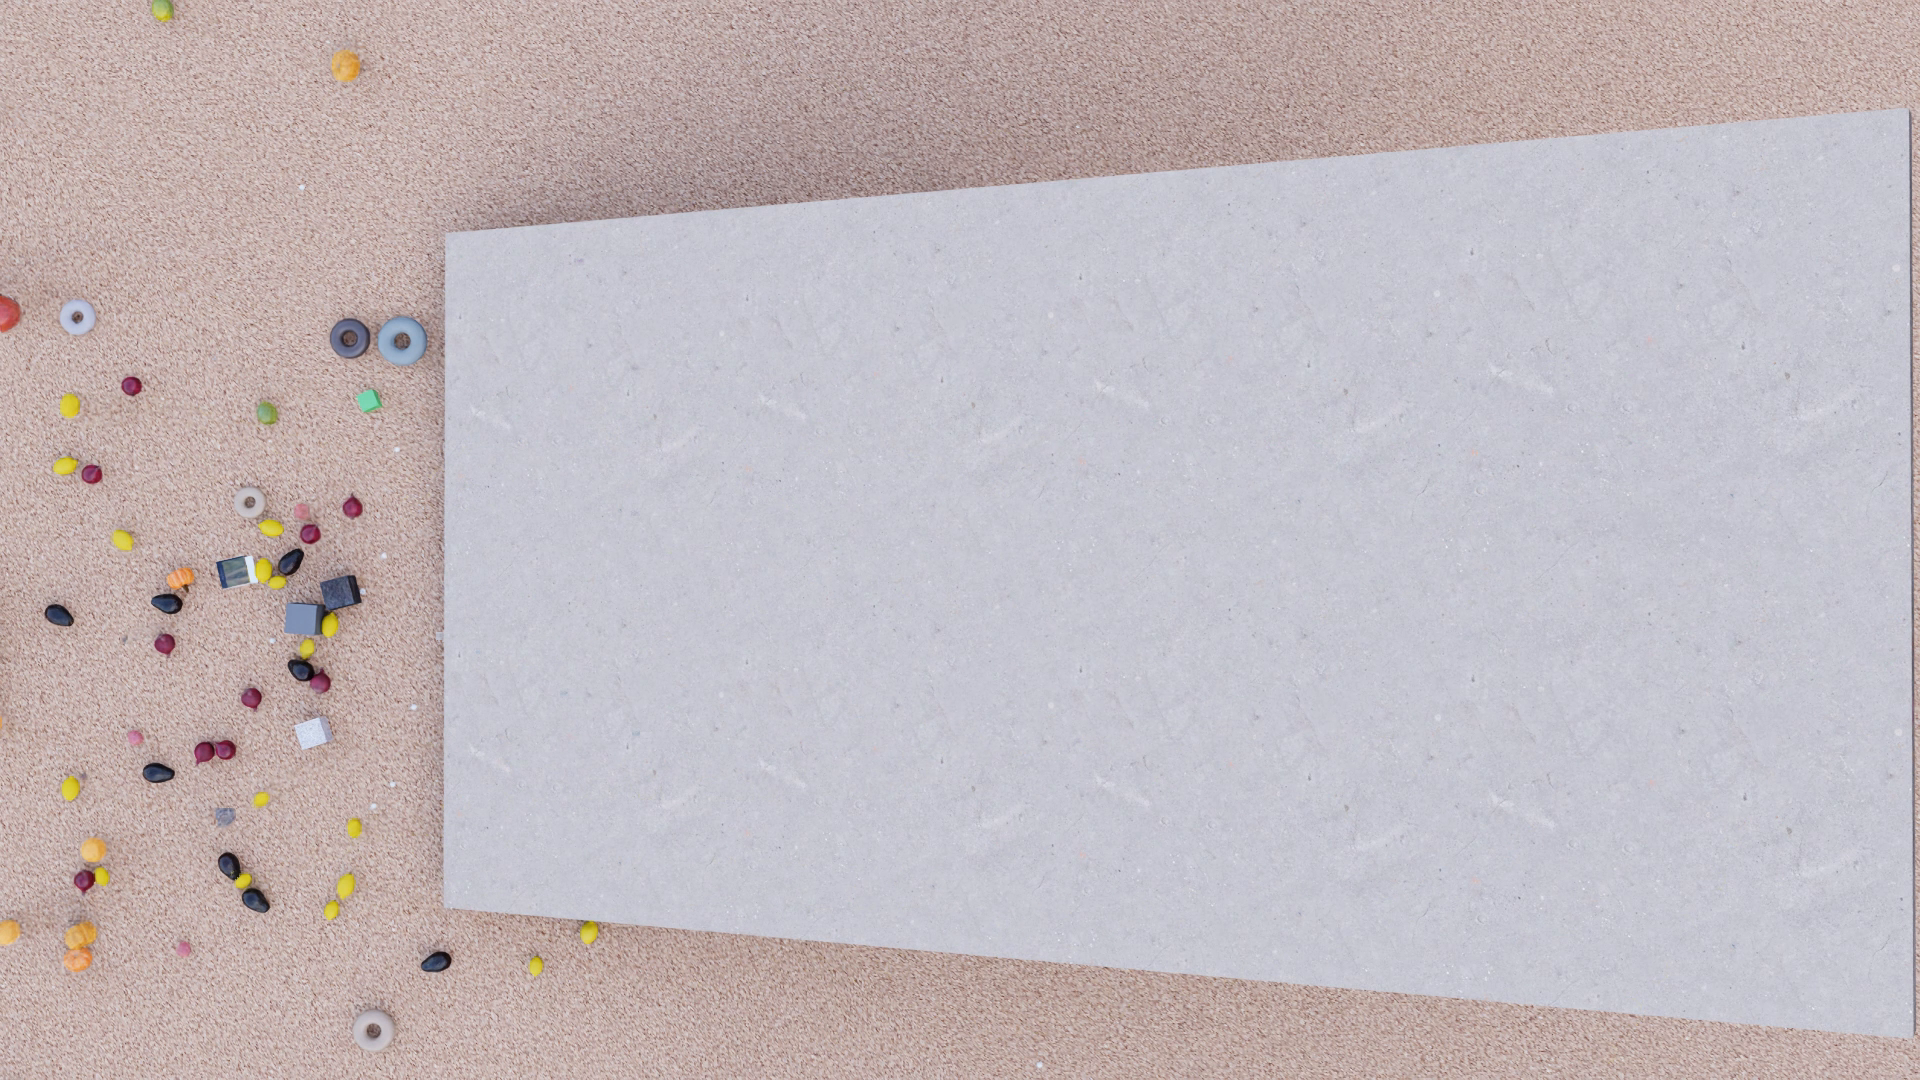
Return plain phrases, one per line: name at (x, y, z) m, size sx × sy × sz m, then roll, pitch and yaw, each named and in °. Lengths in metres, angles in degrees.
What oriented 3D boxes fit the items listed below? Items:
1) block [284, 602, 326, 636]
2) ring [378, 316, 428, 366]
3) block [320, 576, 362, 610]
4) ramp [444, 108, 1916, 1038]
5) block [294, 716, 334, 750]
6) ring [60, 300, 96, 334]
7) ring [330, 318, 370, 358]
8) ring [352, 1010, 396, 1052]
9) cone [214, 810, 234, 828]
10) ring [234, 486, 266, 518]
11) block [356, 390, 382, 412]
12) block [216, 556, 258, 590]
block at (-1.955, 0.235, 6.566) m, size 0.089 × 0.089 × 0.089 m, roll 5°, pitch 89°, yaw 0°
ring at (-1.672, -0.596, 6.595) m, size 0.149 × 0.050 × 0.149 m, roll 0°, pitch 89°, yaw -1°
block at (-1.849, 0.157, 6.569) m, size 0.085 × 0.085 × 0.085 m, roll -15°, pitch 89°, yaw 0°
ramp at (0.279, 0.079, 5.667) m, size 4.000 × 0.100 × 2.000 m, roll 0°, pitch 89°, yaw 27°
block at (-1.929, 0.576, 6.569) m, size 0.077 × 0.077 × 0.077 m, roll -18°, pitch 89°, yaw 0°
ring at (-2.648, -0.669, 6.603) m, size 0.107 × 0.036 × 0.107 m, roll 0°, pitch 88°, yaw -1°
ring at (-1.830, -0.605, 6.600) m, size 0.122 × 0.041 × 0.122 m, roll 0°, pitch 91°, yaw 1°
ring at (-1.752, 1.467, 6.576) m, size 0.128 × 0.043 × 0.128 m, roll 0°, pitch 91°, yaw 0°
cone at (-2.218, 0.822, 6.591) m, size 0.059 × 0.059 × 0.059 m, roll 28°, pitch 89°, yaw 27°
ring at (-2.130, -0.113, 6.598) m, size 0.098 × 0.033 × 0.098 m, roll 0°, pitch 88°, yaw 1°
block at (-1.770, -0.417, 6.592) m, size 0.051 × 0.051 × 0.051 m, roll -24°, pitch 89°, yaw 0°
block at (-2.160, 0.096, 6.571) m, size 0.083 × 0.083 × 0.083 m, roll -13°, pitch 89°, yaw 0°
